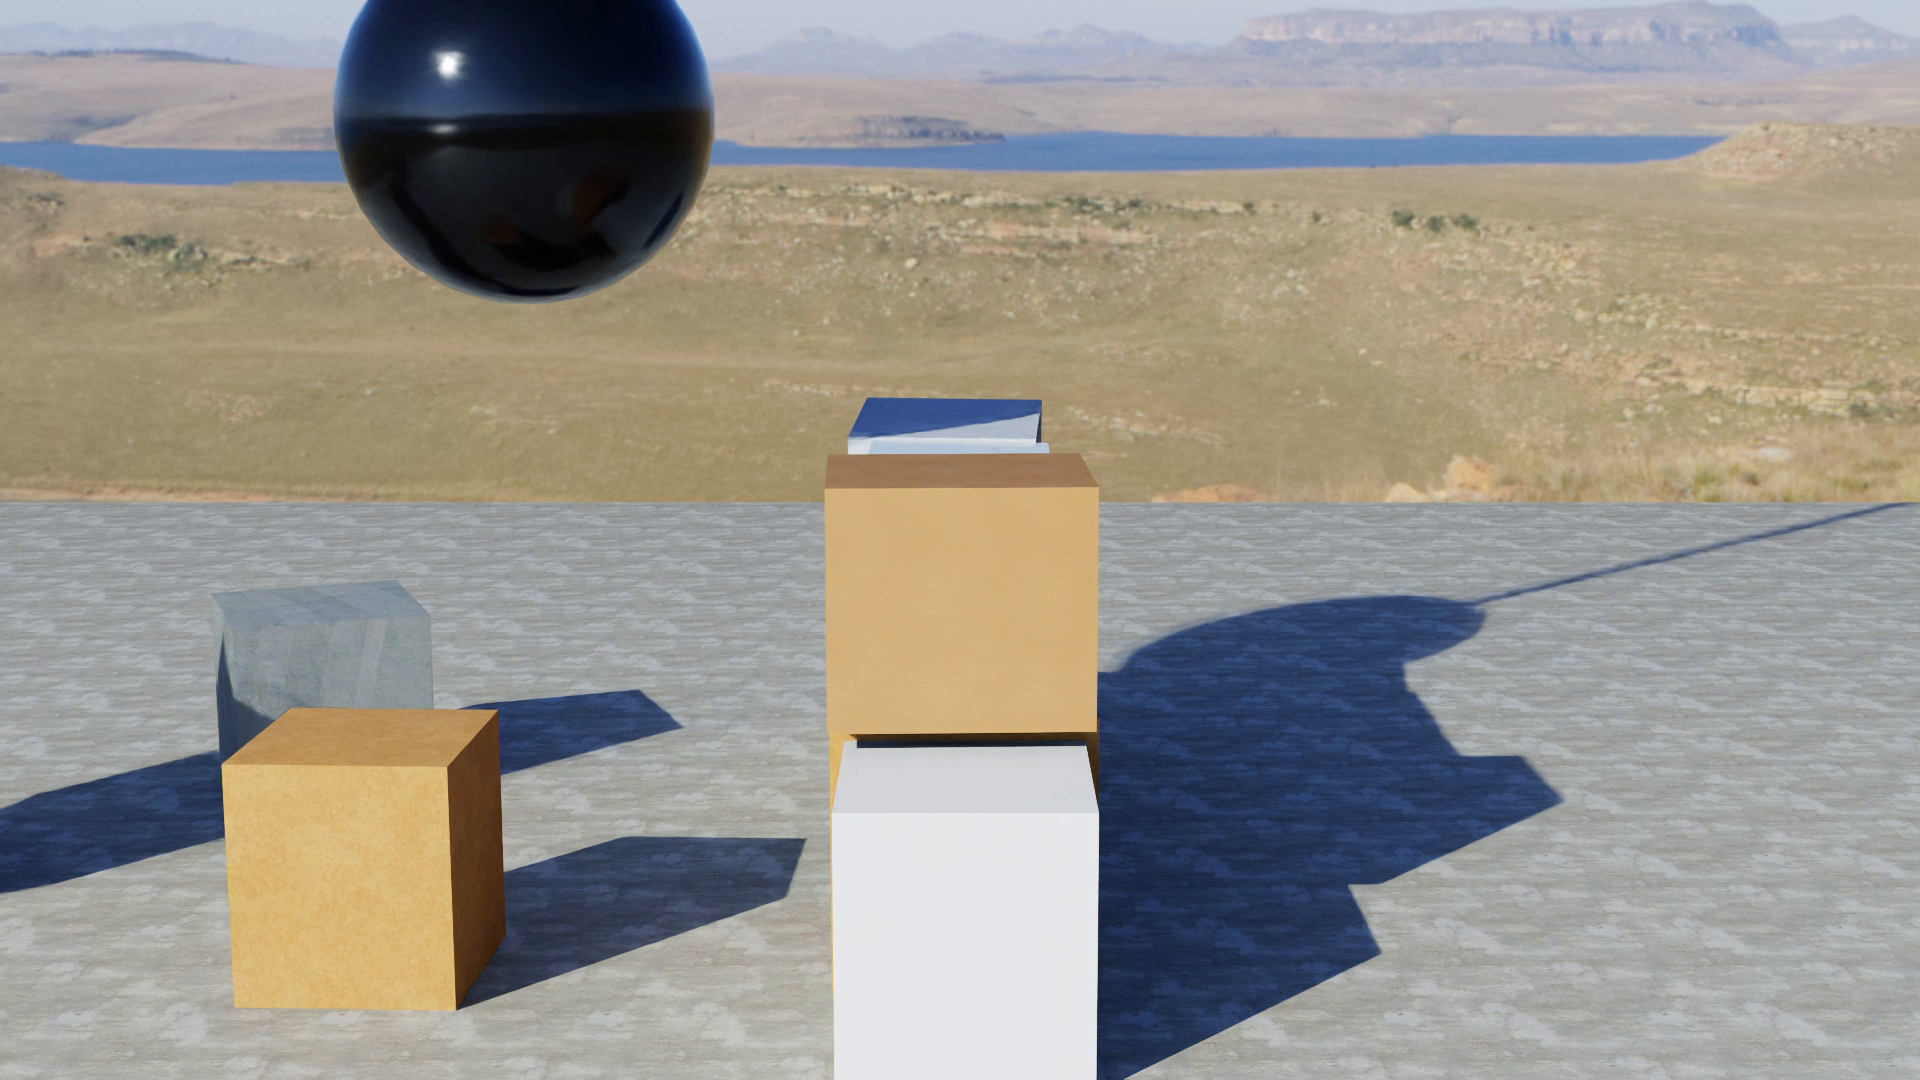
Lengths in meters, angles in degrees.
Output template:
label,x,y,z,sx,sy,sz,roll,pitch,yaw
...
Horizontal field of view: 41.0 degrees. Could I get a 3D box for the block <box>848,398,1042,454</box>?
label,x,y,z,sx,sy,sz,roll,pitch,yaw
block,-0.057,-0.137,12.502,0.875,0.937,0.953,1,14,3

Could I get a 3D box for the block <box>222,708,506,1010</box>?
label,x,y,z,sx,sy,sz,roll,pitch,yaw
block,-2.320,1.235,10.098,0.852,0.956,0.873,0,10,2

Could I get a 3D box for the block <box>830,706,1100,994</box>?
label,x,y,z,sx,sy,sz,roll,pitch,yaw
block,0.017,1.123,10.326,1.026,1.097,1.023,0,10,0

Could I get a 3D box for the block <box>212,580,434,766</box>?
label,x,y,z,sx,sy,sz,roll,pitch,yaw
block,-3.201,0.759,12.882,0.935,0.897,0.949,-4,11,-22

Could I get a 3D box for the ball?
label,x,y,z,sx,sy,sz,roll,pitch,yaw
ball,-1.835,-1.798,10.853,1.600,1.600,1.600,0,10,0

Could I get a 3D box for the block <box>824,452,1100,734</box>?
label,x,y,z,sx,sy,sz,roll,pitch,yaw
block,-0.008,0.186,9.843,1.000,0.919,0.859,0,10,-2

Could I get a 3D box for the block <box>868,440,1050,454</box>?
label,x,y,z,sx,sy,sz,roll,pitch,yaw
block,-0.011,0.060,11.542,0.813,0.901,0.894,1,9,1

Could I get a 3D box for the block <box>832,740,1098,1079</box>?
label,x,y,z,sx,sy,sz,roll,pitch,yaw
block,0.019,1.345,9.343,0.913,1.011,0.971,0,10,0
